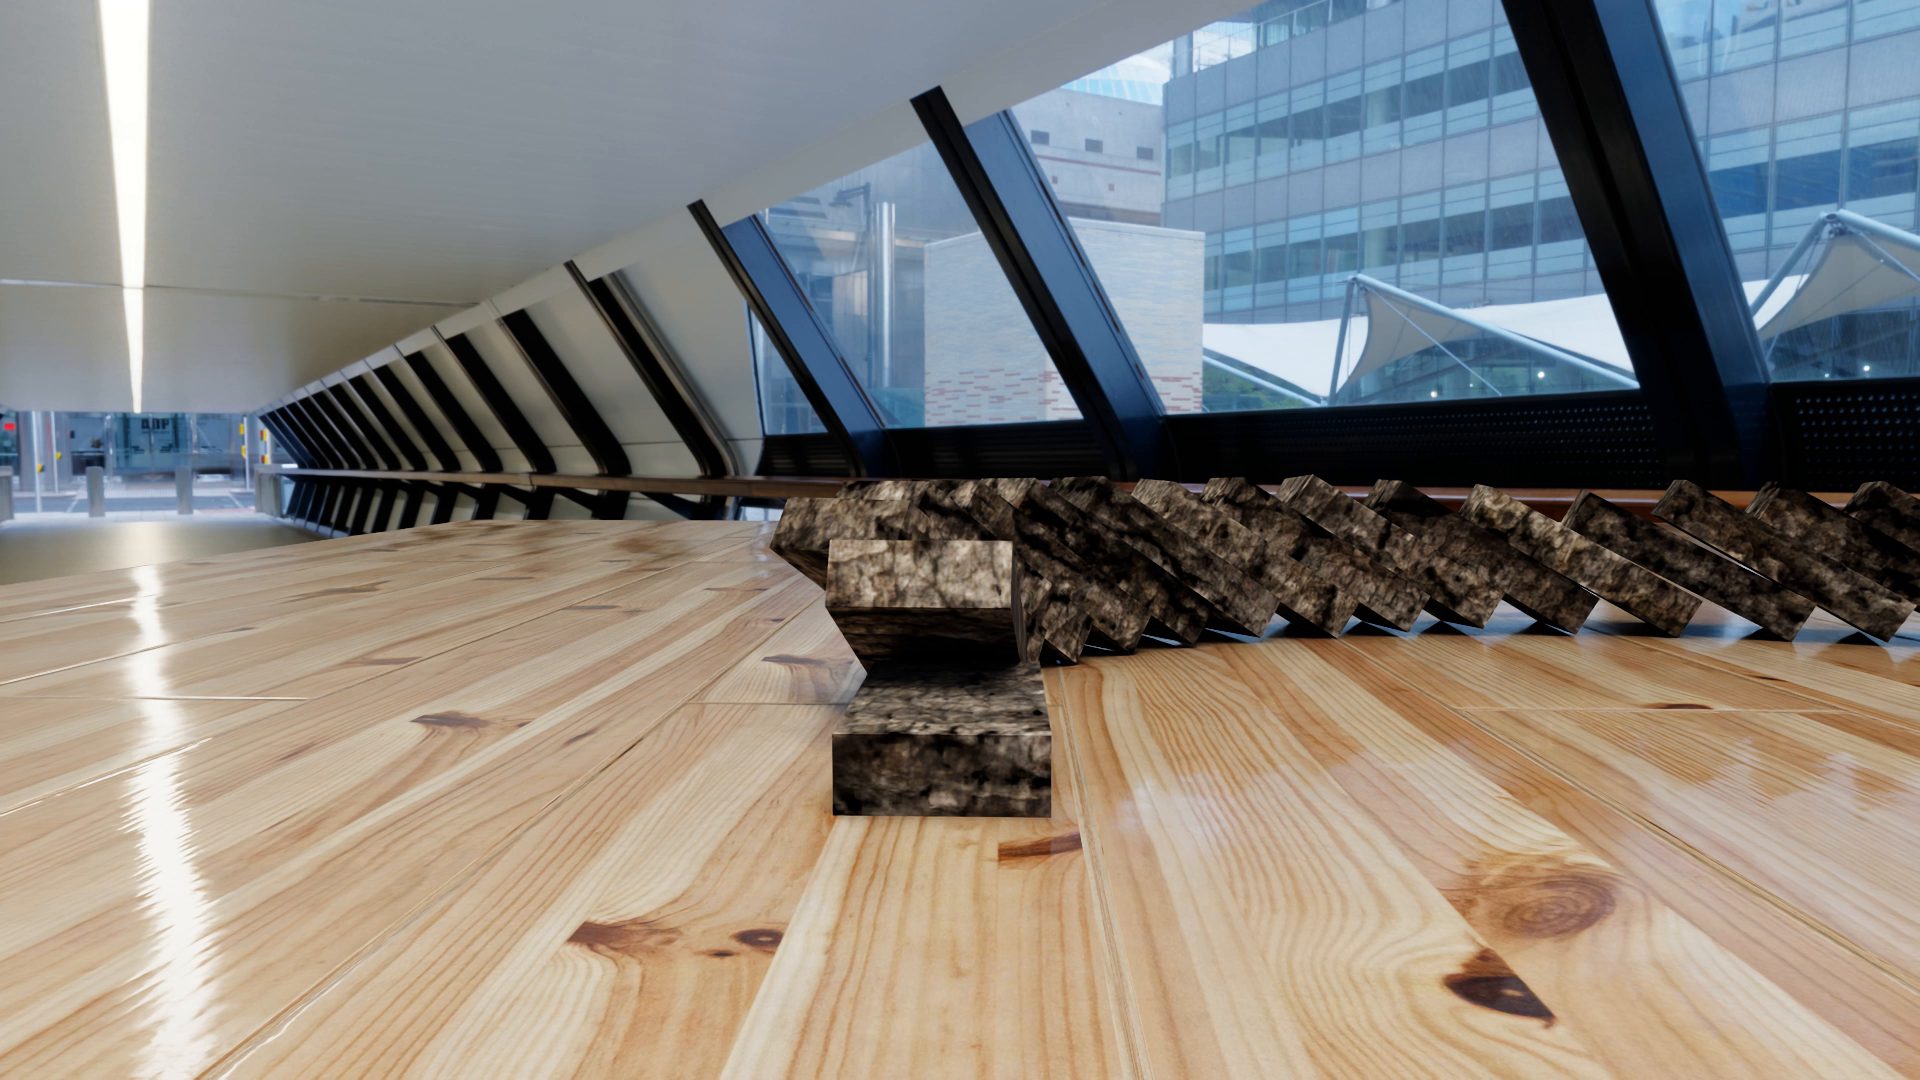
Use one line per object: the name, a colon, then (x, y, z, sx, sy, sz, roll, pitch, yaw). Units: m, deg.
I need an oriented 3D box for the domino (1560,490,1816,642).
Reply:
domino: (0.165, 0.005, 0.294, 0.050, 0.009, 0.025, 31, 14, 17)

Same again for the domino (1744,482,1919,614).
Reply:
domino: (0.200, 0.004, 0.280, 0.050, 0.009, 0.025, 34, 15, 18)

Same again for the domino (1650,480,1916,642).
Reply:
domino: (0.182, 0.004, 0.288, 0.050, 0.010, 0.025, 34, 15, 19)

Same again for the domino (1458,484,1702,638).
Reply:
domino: (0.142, 0.004, 0.297, 0.050, 0.009, 0.025, 31, 11, 10)

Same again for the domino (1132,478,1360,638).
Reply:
domino: (0.062, 0.004, 0.289, 0.050, 0.009, 0.025, 32, -1, -10)

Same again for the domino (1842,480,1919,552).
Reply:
domino: (0.218, 0.005, 0.274, 0.050, 0.009, 0.025, 36, 17, 22)

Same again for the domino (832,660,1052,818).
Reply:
domino: (-0.001, 0.025, 0.171, 0.025, 0.009, 0.050, 0, 4, 2)

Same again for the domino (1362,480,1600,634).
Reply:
domino: (0.119, 0.003, 0.297, 0.050, 0.010, 0.025, 31, 6, 4)

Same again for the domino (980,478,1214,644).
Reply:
domino: (0.027, 0.004, 0.271, 0.050, 0.009, 0.025, 34, -11, -21)

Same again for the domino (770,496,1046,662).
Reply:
domino: (-0.008, 0.009, 0.223, 0.025, 0.010, 0.050, 3, -26, 33)

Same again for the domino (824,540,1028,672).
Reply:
domino: (-0.003, 0.013, 0.196, 0.025, 0.009, 0.050, 0, -20, 6)

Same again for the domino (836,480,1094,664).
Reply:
domino: (0.000, 0.006, 0.243, 0.025, 0.009, 0.050, 4, -28, 48)

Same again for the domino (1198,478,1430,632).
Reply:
domino: (0.079, 0.003, 0.293, 0.050, 0.010, 0.025, 32, -1, -6)

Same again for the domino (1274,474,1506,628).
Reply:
domino: (0.097, 0.002, 0.297, 0.050, 0.009, 0.025, 31, 1, 0)

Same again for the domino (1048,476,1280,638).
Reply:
domino: (0.043, 0.004, 0.279, 0.050, 0.010, 0.025, 33, -9, -18)

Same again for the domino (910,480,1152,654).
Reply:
domino: (0.013, 0.005, 0.258, 0.050, 0.010, 0.025, 36, -16, -29)
